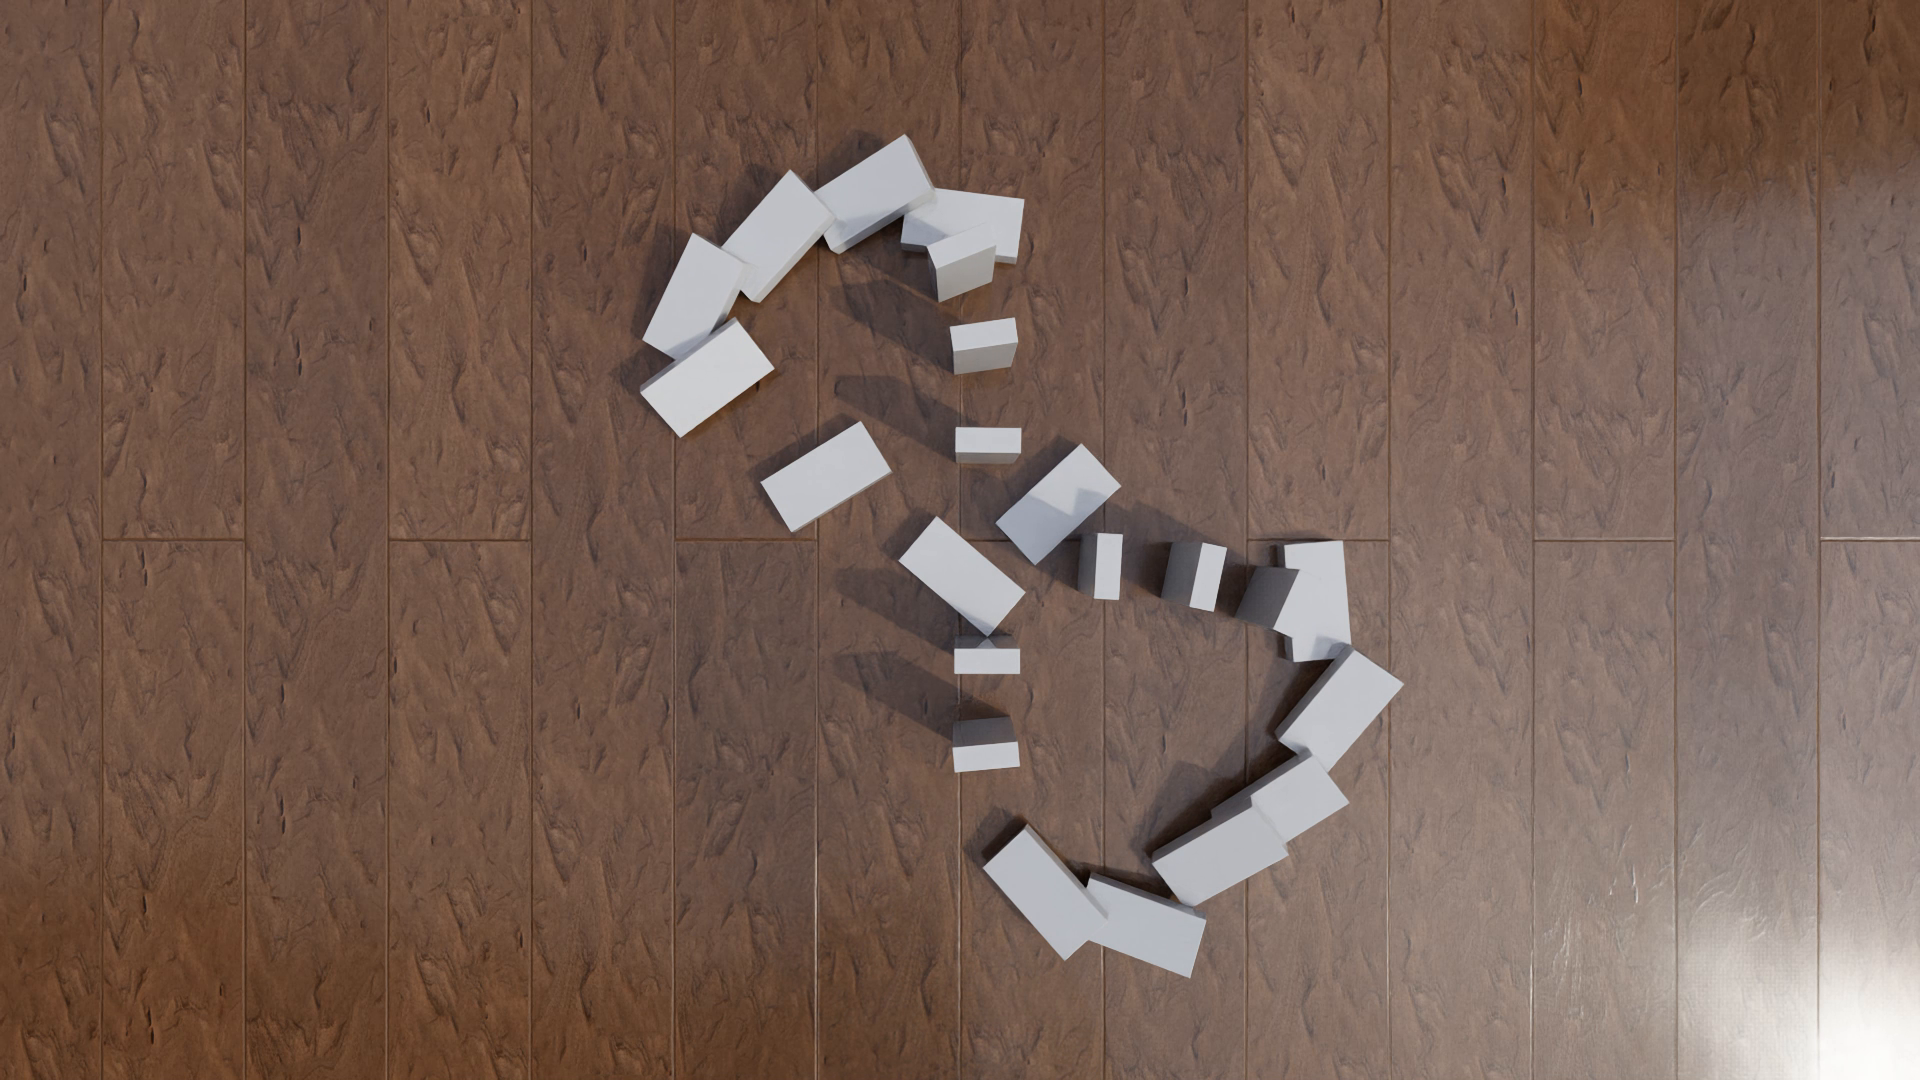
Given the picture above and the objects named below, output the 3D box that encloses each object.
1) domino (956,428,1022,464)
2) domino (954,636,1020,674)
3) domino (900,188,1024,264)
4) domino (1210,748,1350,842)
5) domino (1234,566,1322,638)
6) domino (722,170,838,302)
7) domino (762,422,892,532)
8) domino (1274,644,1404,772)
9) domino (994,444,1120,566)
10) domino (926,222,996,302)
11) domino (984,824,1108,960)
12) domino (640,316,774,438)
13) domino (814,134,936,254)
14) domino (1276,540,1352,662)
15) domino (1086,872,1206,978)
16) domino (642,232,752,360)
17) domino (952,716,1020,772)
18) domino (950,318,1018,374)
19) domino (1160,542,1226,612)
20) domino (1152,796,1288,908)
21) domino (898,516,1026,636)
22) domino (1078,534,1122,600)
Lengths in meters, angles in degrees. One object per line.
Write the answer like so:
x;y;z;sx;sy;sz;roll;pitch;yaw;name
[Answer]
0.011;-0.038;0.375;0.025;0.050;0.009;1;90;0;domino
0.010;0.046;0.375;0.025;0.050;0.009;0;90;0;domino
0.001;-0.136;0.395;0.050;0.010;0.025;7;90;0;domino
0.136;0.114;0.390;0.050;0.010;0.025;-38;90;12;domino
0.129;0.025;0.375;0.010;0.050;0.025;24;90;0;domino
-0.079;-0.128;0.390;0.050;0.009;0.025;-43;90;14;domino
-0.057;-0.027;0.395;0.050;0.010;0.025;-32;90;0;domino
0.160;0.072;0.390;0.025;0.009;0.050;35;103;0;domino
0.042;-0.015;0.395;0.050;0.010;0.025;-43;90;0;domino
0.001;-0.113;0.375;0.025;0.050;0.010;-22;90;0;domino
0.036;0.149;0.389;0.025;0.010;0.050;-45;79;7;domino
-0.107;-0.069;0.389;0.050;0.009;0.025;-36;122;0;domino
-0.038;-0.146;0.388;0.050;0.010;0.025;-26;90;16;domino
0.153;0.026;0.395;0.025;0.009;0.050;-5;90;0;domino
0.076;0.163;0.390;0.050;0.009;0.025;16;90;13;domino
-0.112;-0.101;0.389;0.025;0.010;0.050;31;104;0;domino
0.010;0.083;0.375;0.025;0.050;0.010;-5;90;0;domino
0.009;-0.079;0.375;0.025;0.050;0.010;-8;90;0;domino
0.095;0.014;0.375;0.009;0.050;0.025;12;90;0;domino
0.109;0.133;0.388;0.050;0.009;0.025;-37;90;18;domino
0.001;0.016;0.395;0.050;0.009;0.025;40;90;0;domino
0.057;0.010;0.375;0.009;0.050;0.025;3;90;0;domino
